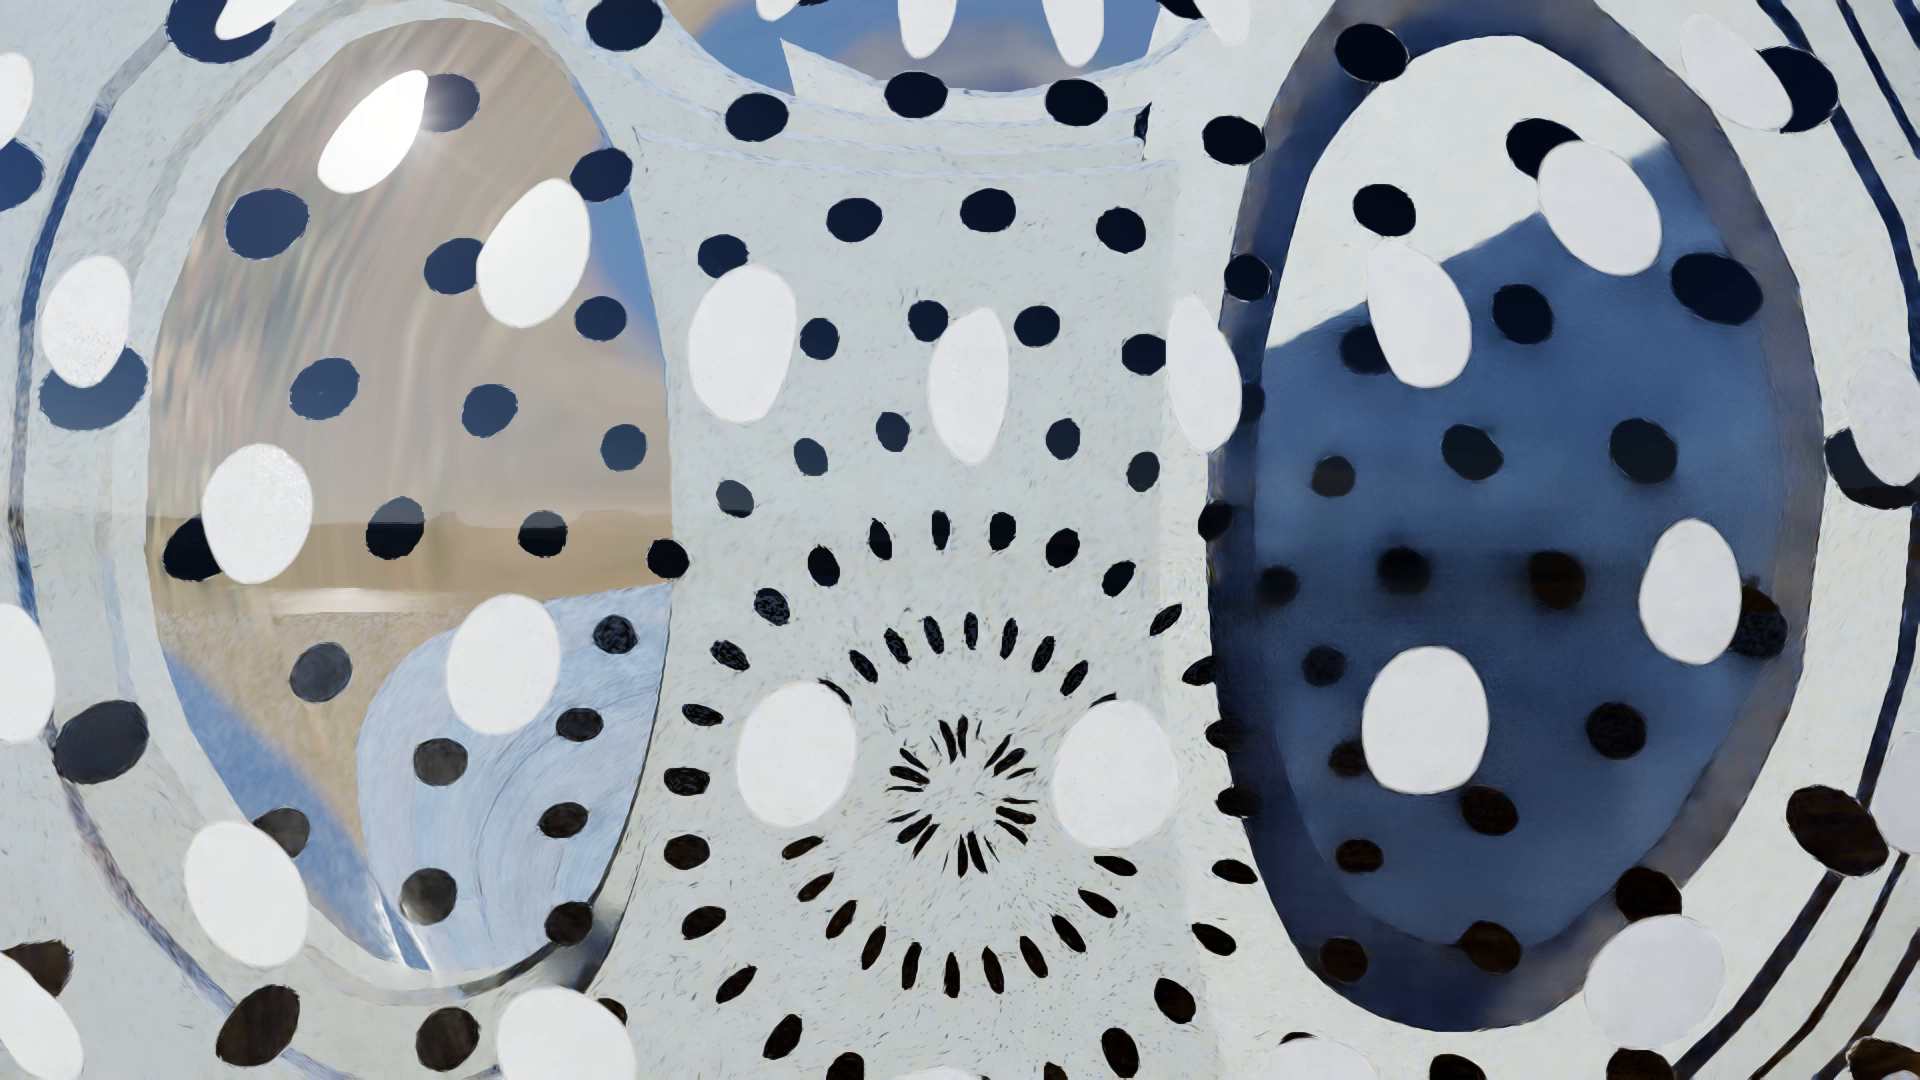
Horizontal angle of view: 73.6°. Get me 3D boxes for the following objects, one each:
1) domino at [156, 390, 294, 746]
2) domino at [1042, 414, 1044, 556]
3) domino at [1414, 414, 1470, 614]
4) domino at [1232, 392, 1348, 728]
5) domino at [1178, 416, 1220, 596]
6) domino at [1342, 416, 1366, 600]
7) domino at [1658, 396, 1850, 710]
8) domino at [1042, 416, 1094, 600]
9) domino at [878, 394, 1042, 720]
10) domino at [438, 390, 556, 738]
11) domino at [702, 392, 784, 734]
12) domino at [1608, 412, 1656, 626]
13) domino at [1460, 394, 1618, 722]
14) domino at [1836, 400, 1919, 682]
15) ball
[{"bbox_3d":[-0.109,0.003,0.192,0.009,0.050,0.025,-1,4,-14],"label":"domino"},{"bbox_3d":[0.008,-0.007,0.333,0.025,0.050,0.009,1,4,17],"label":"domino"},{"bbox_3d":[0.129,-0.007,0.333,0.009,0.050,0.025,4,6,44],"label":"domino"},{"bbox_3d":[0.051,0.002,0.203,0.009,0.050,0.025,0,4,-3],"label":"domino"},{"bbox_3d":[0.069,-0.010,0.370,0.009,0.050,0.025,1,4,15],"label":"domino"},{"bbox_3d":[0.103,-0.009,0.354,0.009,0.050,0.025,3,5,33],"label":"domino"},{"bbox_3d":[0.134,0.001,0.217,0.009,0.050,0.025,-2,5,-23],"label":"domino"},{"bbox_3d":[0.025,-0.010,0.361,0.009,0.050,0.025,-4,6,-40],"label":"domino"},{"bbox_3d":[0.000,0.002,0.201,0.025,0.050,0.009,0,4,0],"label":"domino"},{"bbox_3d":[-0.070,0.003,0.197,0.010,0.050,0.025,0,4,-4],"label":"domino"},{"bbox_3d":[-0.033,0.003,0.199,0.009,0.050,0.025,0,4,-3],"label":"domino"},{"bbox_3d":[0.153,-0.005,0.305,0.025,0.050,0.009,-3,5,-32],"label":"domino"},{"bbox_3d":[0.093,0.002,0.207,0.009,0.050,0.025,-1,4,-9],"label":"domino"},{"bbox_3d":[0.161,0.000,0.238,0.025,0.050,0.009,3,5,35],"label":"domino"},{"bbox_3d":[0.001,-0.002,0.055,0.080,0.080,0.080,0,4,0],"label":"ball"}]
